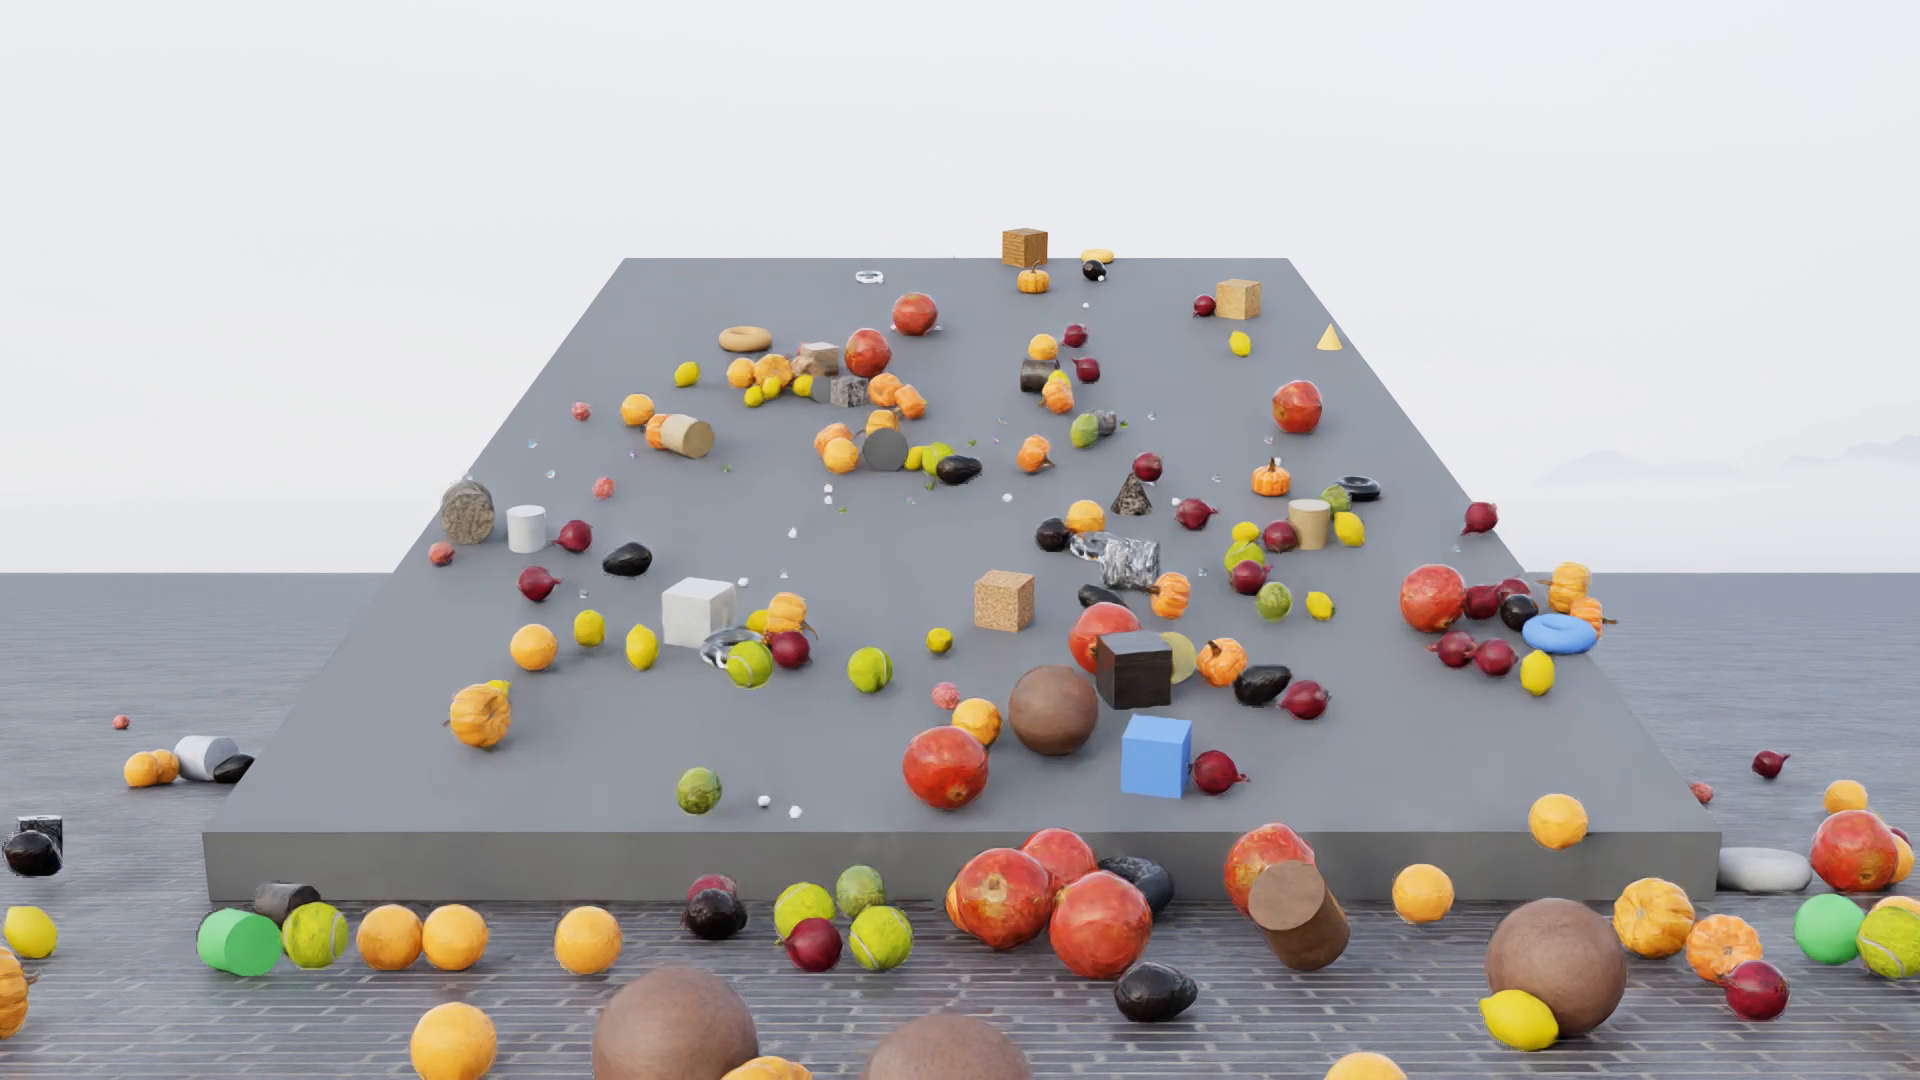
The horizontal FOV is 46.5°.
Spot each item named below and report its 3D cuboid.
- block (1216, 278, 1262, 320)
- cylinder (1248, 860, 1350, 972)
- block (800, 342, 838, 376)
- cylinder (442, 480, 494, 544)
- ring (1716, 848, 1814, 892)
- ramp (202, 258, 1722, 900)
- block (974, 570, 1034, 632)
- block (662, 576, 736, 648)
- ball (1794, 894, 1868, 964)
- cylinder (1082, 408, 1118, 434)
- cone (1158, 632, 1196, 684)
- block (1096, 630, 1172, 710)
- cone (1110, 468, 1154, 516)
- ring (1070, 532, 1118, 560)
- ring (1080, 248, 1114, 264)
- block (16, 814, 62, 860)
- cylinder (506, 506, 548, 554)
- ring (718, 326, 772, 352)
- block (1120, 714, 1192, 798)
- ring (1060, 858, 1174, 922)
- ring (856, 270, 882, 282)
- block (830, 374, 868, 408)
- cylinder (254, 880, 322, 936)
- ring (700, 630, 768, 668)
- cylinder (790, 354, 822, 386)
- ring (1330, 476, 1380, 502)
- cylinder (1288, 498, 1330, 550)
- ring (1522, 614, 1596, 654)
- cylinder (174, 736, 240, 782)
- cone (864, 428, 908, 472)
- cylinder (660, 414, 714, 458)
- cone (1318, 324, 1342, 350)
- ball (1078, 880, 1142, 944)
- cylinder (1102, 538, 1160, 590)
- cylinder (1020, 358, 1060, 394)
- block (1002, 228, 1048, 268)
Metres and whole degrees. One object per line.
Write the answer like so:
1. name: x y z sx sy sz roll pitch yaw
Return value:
1. block: 0.743 -0.642 5.965 0.087 0.087 0.087 13 22 34
2. cylinder: 0.371 0.411 2.449 0.088 0.088 0.088 0 -39 32
3. block: -0.336 -0.429 5.336 0.067 0.067 0.067 -11 21 -31
4. cylinder: -0.908 -0.051 4.124 0.094 0.094 0.094 0 18 -13
5. ring: 1.107 0.457 3.102 0.144 0.048 0.144 1 0 0
6. ramp: -0.003 -0.186 4.859 2.000 0.100 4.000 0 18 0
7. block: 0.074 0.100 3.692 0.076 0.076 0.076 7 19 21
8. block: -0.421 0.119 3.616 0.086 0.086 0.086 7 19 21
9. ball: 0.959 0.428 2.462 0.077 0.077 0.077 0 -1 0
10. cylinder: 0.301 -0.254 4.810 0.054 0.054 0.054 -5 3 -37
11. cone: 0.328 0.188 3.487 0.080 0.080 0.080 0 -9 6
12. block: 0.262 0.196 3.377 0.089 0.089 0.089 -4 18 -13
13. cone: 0.331 -0.098 4.294 0.083 0.083 0.083 0 18 0
14. ring: 0.246 0.011 4.040 0.097 0.032 0.097 3 20 -1
15. ring: 0.411 -0.848 6.685 0.101 0.034 0.101 -1 17 0
16. block: -1.406 0.454 3.417 0.060 0.060 0.060 0 -1 -27
17. cylinder: -0.788 -0.020 4.070 0.069 0.069 0.069 0 18 0
18. ring: -0.537 -0.502 5.598 0.134 0.045 0.134 1 19 0
19. block: 0.270 0.298 3.075 0.082 0.082 0.082 5 19 14
20. ring: 0.198 0.444 2.823 0.147 0.049 0.147 -9 13 2
21. ring: -0.260 -0.755 6.406 0.078 0.026 0.078 -1 17 0
22. block: -0.252 -0.336 5.064 0.058 0.058 0.058 -17 24 -42
23. cylinder: -0.815 0.446 2.714 0.057 0.057 0.057 6 3 32
24. ring: -0.357 0.172 3.535 0.108 0.036 0.108 -1 19 0
25. cylinder: -0.360 -0.398 5.251 0.059 0.059 0.059 0 25 -27
26. ring: 0.776 -0.101 4.386 0.098 0.033 0.098 1 17 0
27. cylinder: 0.638 -0.029 4.095 0.074 0.074 0.074 0 18 0
28. ring: 0.965 0.151 3.600 0.116 0.039 0.116 0 17 0
29. cylinder: -1.559 0.452 4.628 0.093 0.093 0.093 0 -1 30
30. cone: -0.151 -0.176 4.598 0.093 0.093 0.093 0 -9 0
31. cylinder: -0.569 -0.217 4.661 0.080 0.080 0.080 18 12 43
32. cone: 0.929 -0.514 5.611 0.063 0.063 0.063 0 18 0
33. ball: 0.177 0.438 2.637 0.074 0.074 0.074 0 -1 0
34. cylinder: 0.297 0.041 3.861 0.085 0.085 0.085 5 1 15
35. cylinder: 0.185 -0.379 5.166 0.077 0.077 0.077 4 0 12
36. block: 0.193 -0.869 6.648 0.096 0.096 0.096 -15 23 -39
